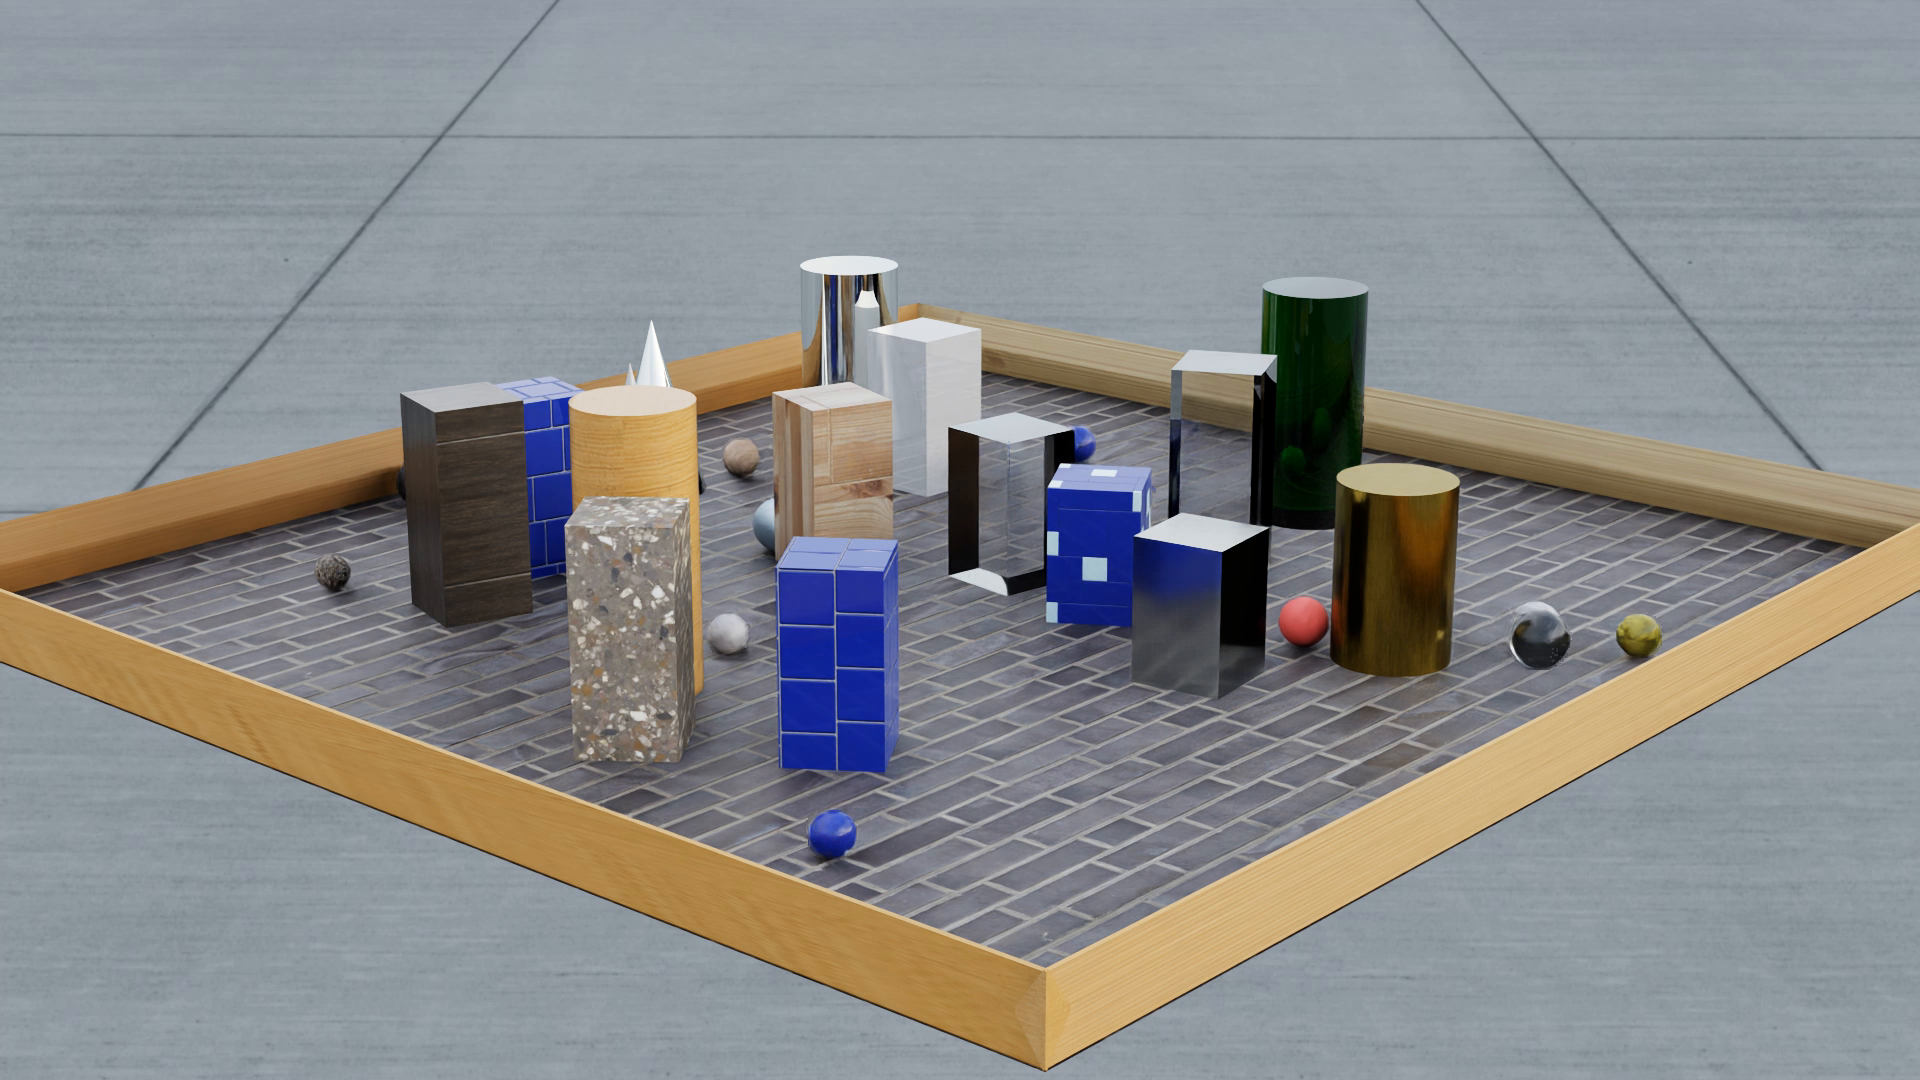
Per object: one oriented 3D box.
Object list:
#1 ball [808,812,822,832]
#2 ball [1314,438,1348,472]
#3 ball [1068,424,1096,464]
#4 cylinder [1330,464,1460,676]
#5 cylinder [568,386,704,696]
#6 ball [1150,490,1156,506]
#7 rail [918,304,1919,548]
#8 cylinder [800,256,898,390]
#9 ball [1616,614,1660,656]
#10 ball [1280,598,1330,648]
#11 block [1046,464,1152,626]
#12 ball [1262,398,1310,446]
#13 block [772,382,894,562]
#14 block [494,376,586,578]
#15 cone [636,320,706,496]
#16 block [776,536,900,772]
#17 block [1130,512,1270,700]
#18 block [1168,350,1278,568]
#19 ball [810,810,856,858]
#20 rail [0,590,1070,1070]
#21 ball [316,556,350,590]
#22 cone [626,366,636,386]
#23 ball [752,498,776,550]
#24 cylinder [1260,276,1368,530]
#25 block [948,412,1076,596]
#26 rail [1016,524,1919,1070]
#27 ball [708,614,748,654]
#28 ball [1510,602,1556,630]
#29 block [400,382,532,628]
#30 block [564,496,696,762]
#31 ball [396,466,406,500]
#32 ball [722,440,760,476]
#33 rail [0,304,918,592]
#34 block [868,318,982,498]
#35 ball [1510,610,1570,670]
[{"bbox_3d":[-0.188,0.398,4.059,0.043,0.043,0.043,0,17,0],"label":"ball"},{"bbox_3d":[0.745,-0.170,5.901,0.067,0.067,0.067,0,17,0],"label":"ball"},{"bbox_3d":[0.236,-0.195,5.966,0.078,0.078,0.078,0,17,0],"label":"ball"},{"bbox_3d":[0.706,0.047,4.772,0.197,0.303,0.197,0,17,0],"label":"cylinder"},{"bbox_3d":[-0.507,0.009,4.609,0.197,0.470,0.197,0,17,0],"label":"cylinder"},{"bbox_3d":[0.352,-0.084,5.649,0.048,0.048,0.048,0,17,0],"label":"ball"},{"bbox_3d":[0.840,-0.247,6.046,2.527,0.128,0.045,14,22,39],"label":"rail"},{"bbox_3d":[-0.224,-0.365,5.979,0.197,0.396,0.197,0,17,0],"label":"cylinder"},{"bbox_3d":[1.113,0.156,4.811,0.071,0.071,0.071,0,17,0],"label":"ball"},{"bbox_3d":[0.570,0.136,4.857,0.083,0.083,0.083,0,17,0],"label":"ball"},{"bbox_3d":[0.238,0.008,5.016,0.158,0.237,0.158,3,17,9],"label":"block"},{"bbox_3d":[0.679,-0.245,6.095,0.099,0.099,0.099,0,17,0],"label":"ball"},{"bbox_3d":[-0.228,-0.106,5.261,0.158,0.313,0.158,-10,19,-29],"label":"block"},{"bbox_3d":[-0.764,-0.112,5.269,0.158,0.321,0.158,-11,20,-33],"label":"block"},{"bbox_3d":[-0.599,-0.264,5.738,0.197,0.341,0.197,0,17,0],"label":"cone"},{"bbox_3d":[-0.180,0.168,4.356,0.158,0.310,0.158,2,17,6],"label":"block"},{"bbox_3d":[0.383,0.104,4.687,0.158,0.243,0.158,11,20,32],"label":"block"},{"bbox_3d":[0.464,-0.124,5.189,0.158,0.390,0.158,5,17,15],"label":"block"},{"bbox_3d":[-0.173,0.402,4.007,0.065,0.065,0.065,0,17,0],"label":"ball"},{"bbox_3d":[-0.840,0.311,4.194,2.527,0.128,0.045,14,22,39],"label":"rail"},{"bbox_3d":[-1.103,0.057,5.158,0.060,0.060,0.060,0,17,0],"label":"ball"},{"bbox_3d":[-0.566,-0.107,5.087,0.197,0.415,0.197,0,17,0],"label":"cone"},{"bbox_3d":[-0.331,-0.029,5.377,0.098,0.098,0.098,0,17,0],"label":"ball"},{"bbox_3d":[0.664,-0.259,5.544,0.197,0.444,0.197,0,17,0],"label":"cylinder"},{"bbox_3d":[0.090,-0.065,5.192,0.158,0.275,0.158,-14,22,-39],"label":"block"},{"bbox_3d":[0.936,0.267,4.342,0.045,0.128,2.609,14,22,39],"label":"rail"},{"bbox_3d":[-0.382,0.154,4.826,0.067,0.067,0.067,0,17,0],"label":"ball"},{"bbox_3d":[0.951,0.141,4.844,0.081,0.081,0.081,0,17,0],"label":"ball"},{"bbox_3d":[-0.842,-0.062,5.008,0.158,0.376,0.158,-10,19,-30],"label":"block"},{"bbox_3d":[-0.490,0.132,4.383,0.158,0.364,0.158,1,17,4],"label":"block"},{"bbox_3d":[-1.043,-0.112,5.665,0.091,0.091,0.091,0,17,0],"label":"ball"},{"bbox_3d":[-0.438,-0.165,5.872,0.074,0.074,0.074,0,17,0],"label":"ball"},{"bbox_3d":[-0.936,-0.202,5.898,0.045,0.128,2.609,14,22,39],"label":"rail"},{"bbox_3d":[-0.070,-0.264,5.793,0.158,0.309,0.158,15,22,40],"label":"block"},{"bbox_3d":[0.939,0.161,4.750,0.097,0.097,0.097,0,17,0],"label":"ball"}]
